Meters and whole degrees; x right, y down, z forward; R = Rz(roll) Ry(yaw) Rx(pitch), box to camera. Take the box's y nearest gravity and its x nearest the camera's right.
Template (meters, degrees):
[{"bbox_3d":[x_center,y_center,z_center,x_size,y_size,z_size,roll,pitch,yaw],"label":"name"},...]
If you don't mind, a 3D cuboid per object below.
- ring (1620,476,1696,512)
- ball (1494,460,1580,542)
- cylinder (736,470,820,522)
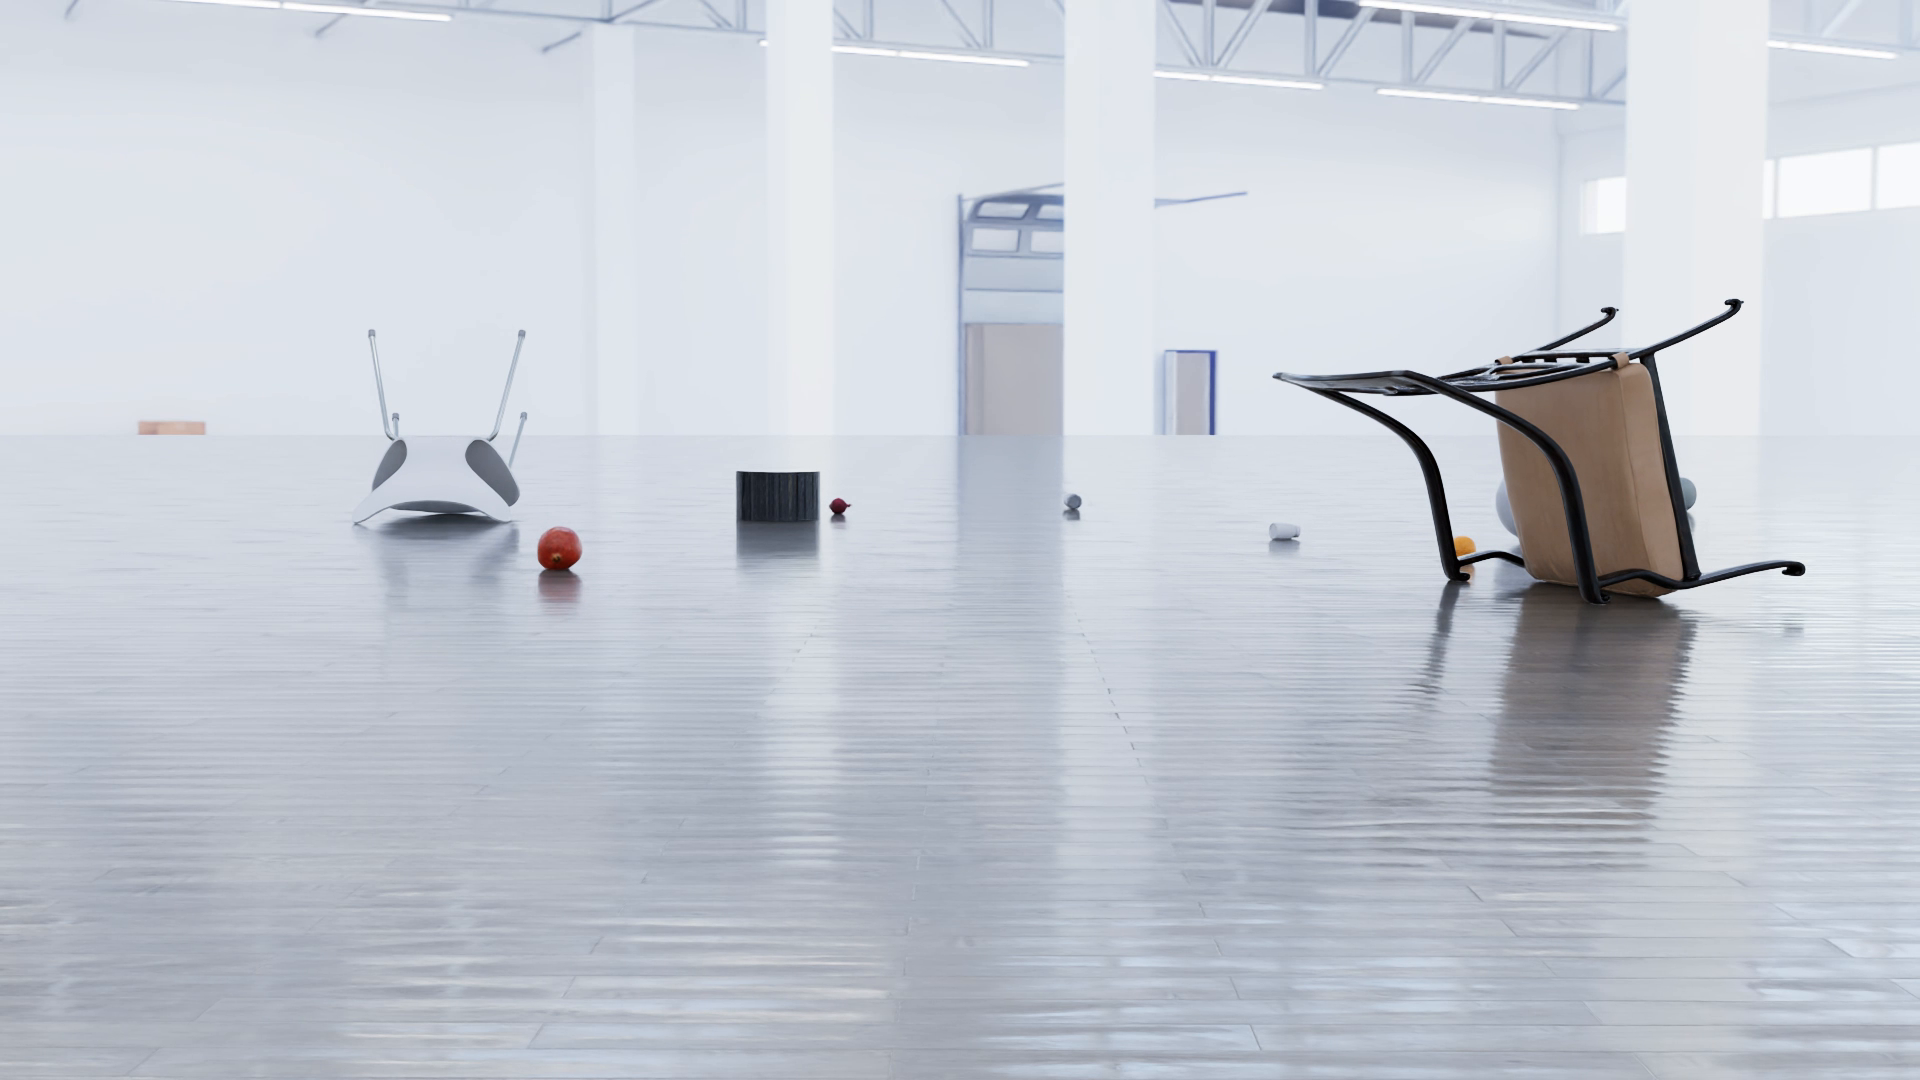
[{"bbox_3d":[2.583,-0.169,8.143,0.275,0.120,0.362,-1,5,11],"label":"ring"},{"bbox_3d":[1.692,-0.114,6.444,0.241,0.241,0.241,0,4,0],"label":"ball"},{"bbox_3d":[-0.628,-0.155,7.583,0.313,0.168,0.257,3,5,34],"label":"cylinder"}]
